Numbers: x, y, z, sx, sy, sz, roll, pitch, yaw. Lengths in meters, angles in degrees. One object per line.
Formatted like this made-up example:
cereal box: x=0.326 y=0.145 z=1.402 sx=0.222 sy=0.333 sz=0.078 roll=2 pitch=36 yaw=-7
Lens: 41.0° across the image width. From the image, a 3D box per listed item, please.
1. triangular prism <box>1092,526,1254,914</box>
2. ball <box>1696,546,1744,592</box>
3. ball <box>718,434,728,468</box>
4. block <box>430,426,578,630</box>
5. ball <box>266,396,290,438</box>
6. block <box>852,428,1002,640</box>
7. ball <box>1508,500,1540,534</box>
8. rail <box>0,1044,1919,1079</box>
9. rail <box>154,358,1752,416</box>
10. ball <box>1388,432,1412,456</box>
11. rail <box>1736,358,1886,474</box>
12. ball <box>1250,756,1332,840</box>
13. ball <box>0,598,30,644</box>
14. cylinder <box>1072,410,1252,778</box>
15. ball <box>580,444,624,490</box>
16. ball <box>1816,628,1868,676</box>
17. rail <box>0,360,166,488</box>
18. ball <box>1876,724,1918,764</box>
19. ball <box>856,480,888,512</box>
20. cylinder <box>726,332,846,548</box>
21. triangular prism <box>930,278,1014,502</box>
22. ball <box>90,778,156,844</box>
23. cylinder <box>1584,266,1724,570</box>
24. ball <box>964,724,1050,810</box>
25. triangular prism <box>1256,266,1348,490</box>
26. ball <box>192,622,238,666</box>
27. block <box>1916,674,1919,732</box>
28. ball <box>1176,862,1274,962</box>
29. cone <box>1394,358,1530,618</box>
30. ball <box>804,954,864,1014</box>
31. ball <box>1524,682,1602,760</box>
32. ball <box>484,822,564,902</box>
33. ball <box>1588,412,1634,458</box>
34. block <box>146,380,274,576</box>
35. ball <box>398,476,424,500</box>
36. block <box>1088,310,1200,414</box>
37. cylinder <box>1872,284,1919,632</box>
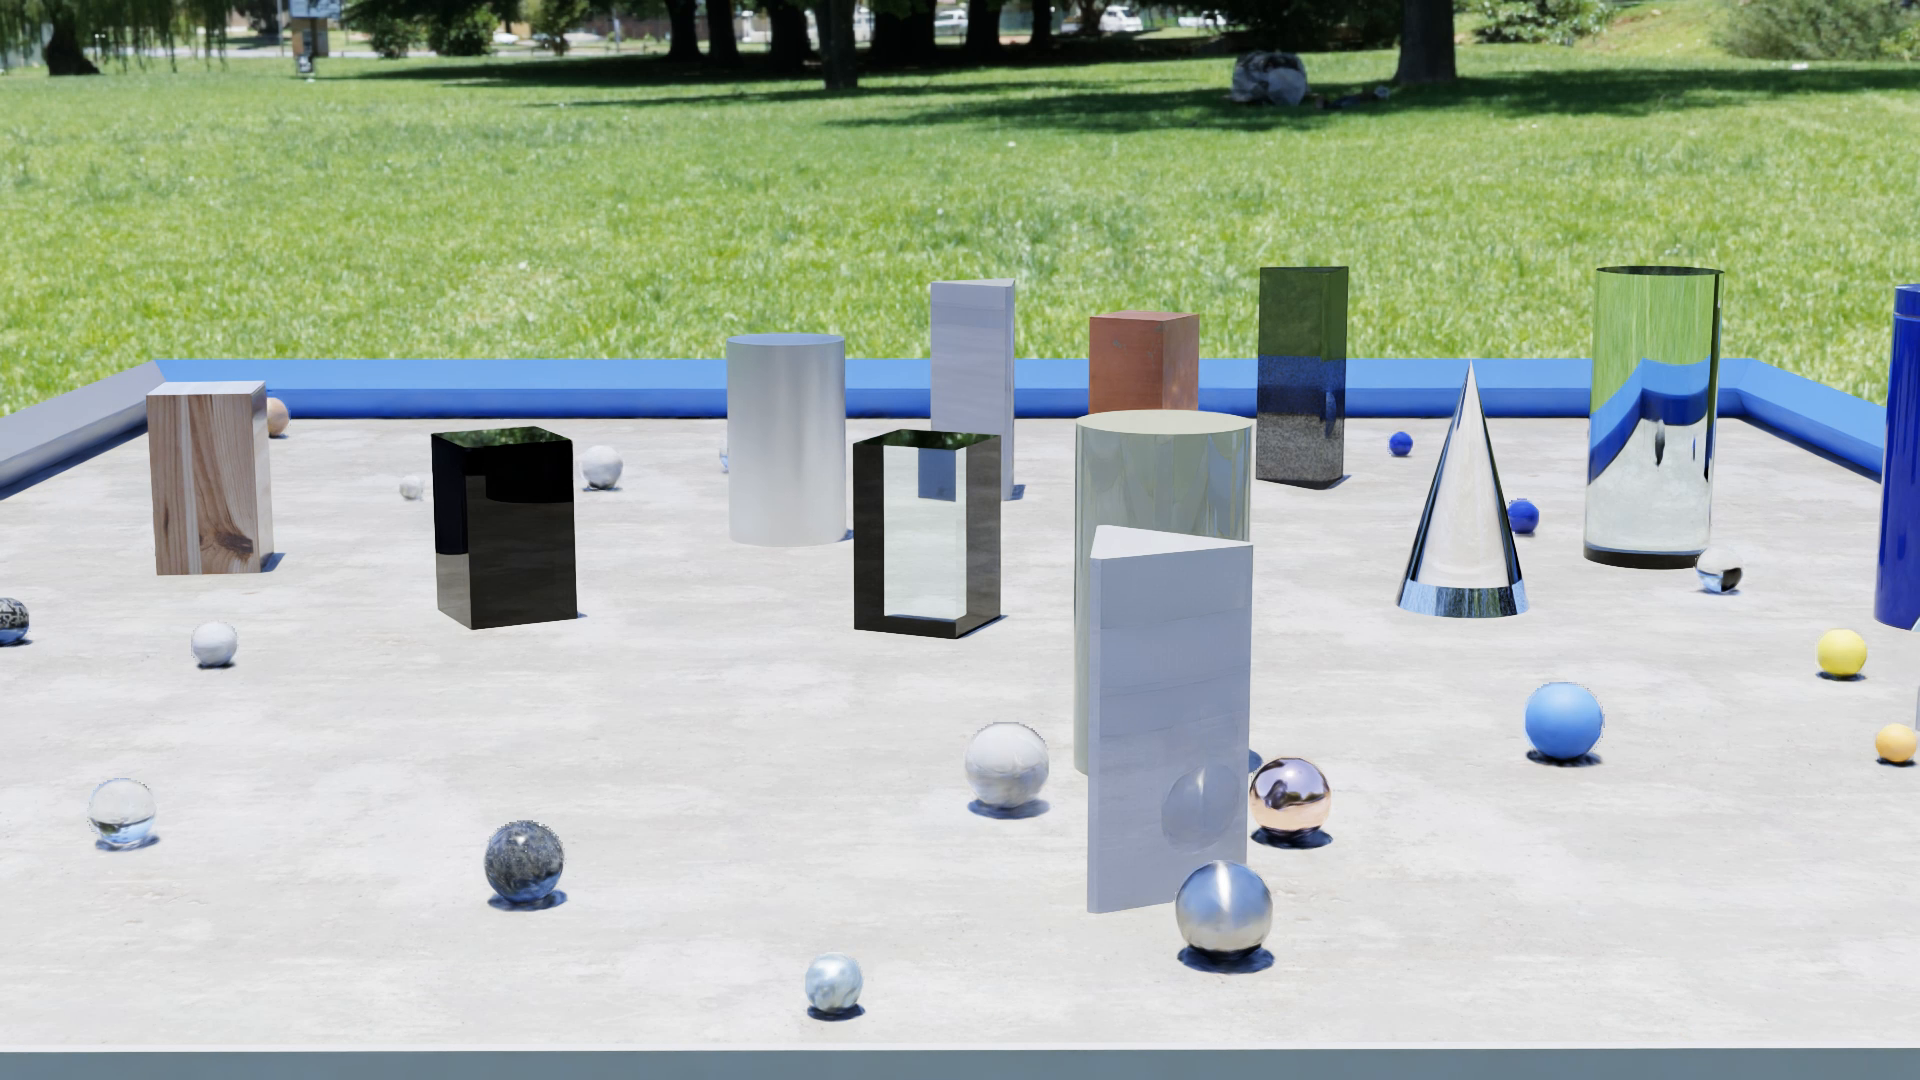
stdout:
triangular prism: x=0.156 y=0.152 z=2.280 sx=0.156 sy=0.312 sz=0.136 roll=-5 pitch=12 yaw=-25
ball: x=1.051 y=0.040 z=3.549 sx=0.064 sy=0.064 sz=0.064 roll=0 pitch=11 yaw=0
ball: x=-0.395 y=-0.158 z=4.580 sx=0.072 sy=0.072 sz=0.072 roll=0 pitch=11 yaw=0
block: x=-0.602 y=-0.019 z=3.387 sx=0.145 sy=0.238 sz=0.145 roll=-6 pitch=12 yaw=-28
ball: x=-1.346 y=-0.239 z=4.992 sx=0.080 sy=0.080 sz=0.080 roll=0 pitch=11 yaw=0
block: x=-0.042 y=-0.010 z=3.330 sx=0.145 sy=0.243 sz=0.145 roll=5 pitch=12 yaw=24
ball: x=0.872 y=-0.035 z=3.976 sx=0.053 sy=0.053 sz=0.053 roll=0 pitch=11 yaw=0
rail: x=0.011 y=0.370 z=1.640 sx=3.289 sy=0.117 sz=0.045 roll=0 pitch=11 yaw=0
rail: x=-0.011 y=-0.310 z=5.260 sx=3.289 sy=0.117 sz=0.045 roll=0 pitch=11 yaw=0
ball: x=0.818 y=-0.178 z=4.760 sx=0.045 sy=0.045 sz=0.045 roll=0 pitch=11 yaw=0
rail: x=1.621 y=0.028 z=3.459 sx=0.045 sy=0.117 sz=3.731 roll=0 pitch=11 yaw=0
ball: x=0.312 y=0.244 z=2.423 sx=0.078 sy=0.078 sz=0.078 roll=0 pitch=11 yaw=0
ball: x=-1.203 y=0.101 z=3.234 sx=0.059 sy=0.059 sz=0.059 roll=0 pitch=11 yaw=0
cylinder: x=0.208 y=0.057 z=2.652 sx=0.181 sy=0.361 sz=0.181 roll=0 pitch=11 yaw=0
ball: x=-0.613 y=-0.125 z=4.396 sx=0.076 sy=0.076 sz=0.076 roll=0 pitch=11 yaw=0
ball: x=1.052 y=0.135 z=3.061 sx=0.058 sy=0.058 sz=0.058 roll=0 pitch=11 yaw=0
rail: x=-1.621 y=0.032 z=3.441 sx=0.045 sy=0.117 sz=3.731 roll=0 pitch=11 yaw=0
ball: x=0.981 y=0.213 z=2.687 sx=0.041 sy=0.041 sz=0.041 roll=0 pitch=11 yaw=0
ball: x=-0.142 y=-0.072 z=4.170 sx=0.054 sy=0.054 sz=0.054 roll=0 pitch=11 yaw=0
cylinder: x=-0.265 y=-0.156 z=3.935 sx=0.181 sy=0.306 sz=0.181 roll=0 pitch=11 yaw=0
triangular prism: x=0.053 y=-0.259 z=4.342 sx=0.156 sy=0.358 sz=0.136 roll=7 pitch=13 yaw=33
ball: x=-0.787 y=0.255 z=2.411 sx=0.061 sy=0.061 sz=0.061 roll=0 pitch=11 yaw=0
cylinder: x=1.014 y=-0.182 z=3.754 sx=0.181 sy=0.424 sz=0.181 roll=0 pitch=11 yaw=0
ball: x=0.046 y=0.222 z=2.521 sx=0.084 sy=0.084 sz=0.084 roll=0 pitch=11 yaw=0
triangular prism: x=0.621 y=-0.286 z=4.454 sx=0.136 sy=0.371 sz=0.156 roll=-8 pitch=14 yaw=-38
ball: x=-0.905 y=0.127 z=3.117 sx=0.053 sy=0.053 sz=0.053 roll=0 pitch=11 yaw=0
block: x=1.133 y=0.110 z=2.744 sx=0.145 sy=0.223 sz=0.145 roll=-1 pitch=11 yaw=-8
ball: x=0.216 y=0.304 z=2.097 sx=0.081 sy=0.081 sz=0.081 roll=0 pitch=11 yaw=0
cone: x=0.679 y=-0.077 z=3.441 sx=0.181 sy=0.334 sz=0.181 roll=0 pitch=11 yaw=0
ball: x=-0.098 y=0.343 z=1.983 sx=0.045 sy=0.045 sz=0.045 roll=0 pitch=11 yaw=0
ball: x=0.635 y=0.190 z=2.702 sx=0.080 sy=0.080 sz=0.080 roll=0 pitch=11 yaw=0
ball: x=-0.381 y=0.282 z=2.244 sx=0.070 sy=0.070 sz=0.070 roll=0 pitch=11 yaw=0
ball: x=1.203 y=-0.194 z=4.745 sx=0.083 sy=0.083 sz=0.083 roll=0 pitch=11 yaw=0
block: x=-1.084 y=-0.092 z=3.718 sx=0.145 sy=0.260 sz=0.145 roll=-1 pitch=11 yaw=-7
ball: x=-0.917 y=-0.088 z=4.289 sx=0.042 sy=0.042 sz=0.042 roll=0 pitch=11 yaw=0
block: x=0.327 y=-0.259 z=4.557 sx=0.145 sy=0.280 sz=0.145 roll=6 pitch=12 yaw=30
cylinder: x=1.294 y=-0.108 z=3.328 sx=0.181 sy=0.435 sz=0.181 roll=0 pitch=11 yaw=0
